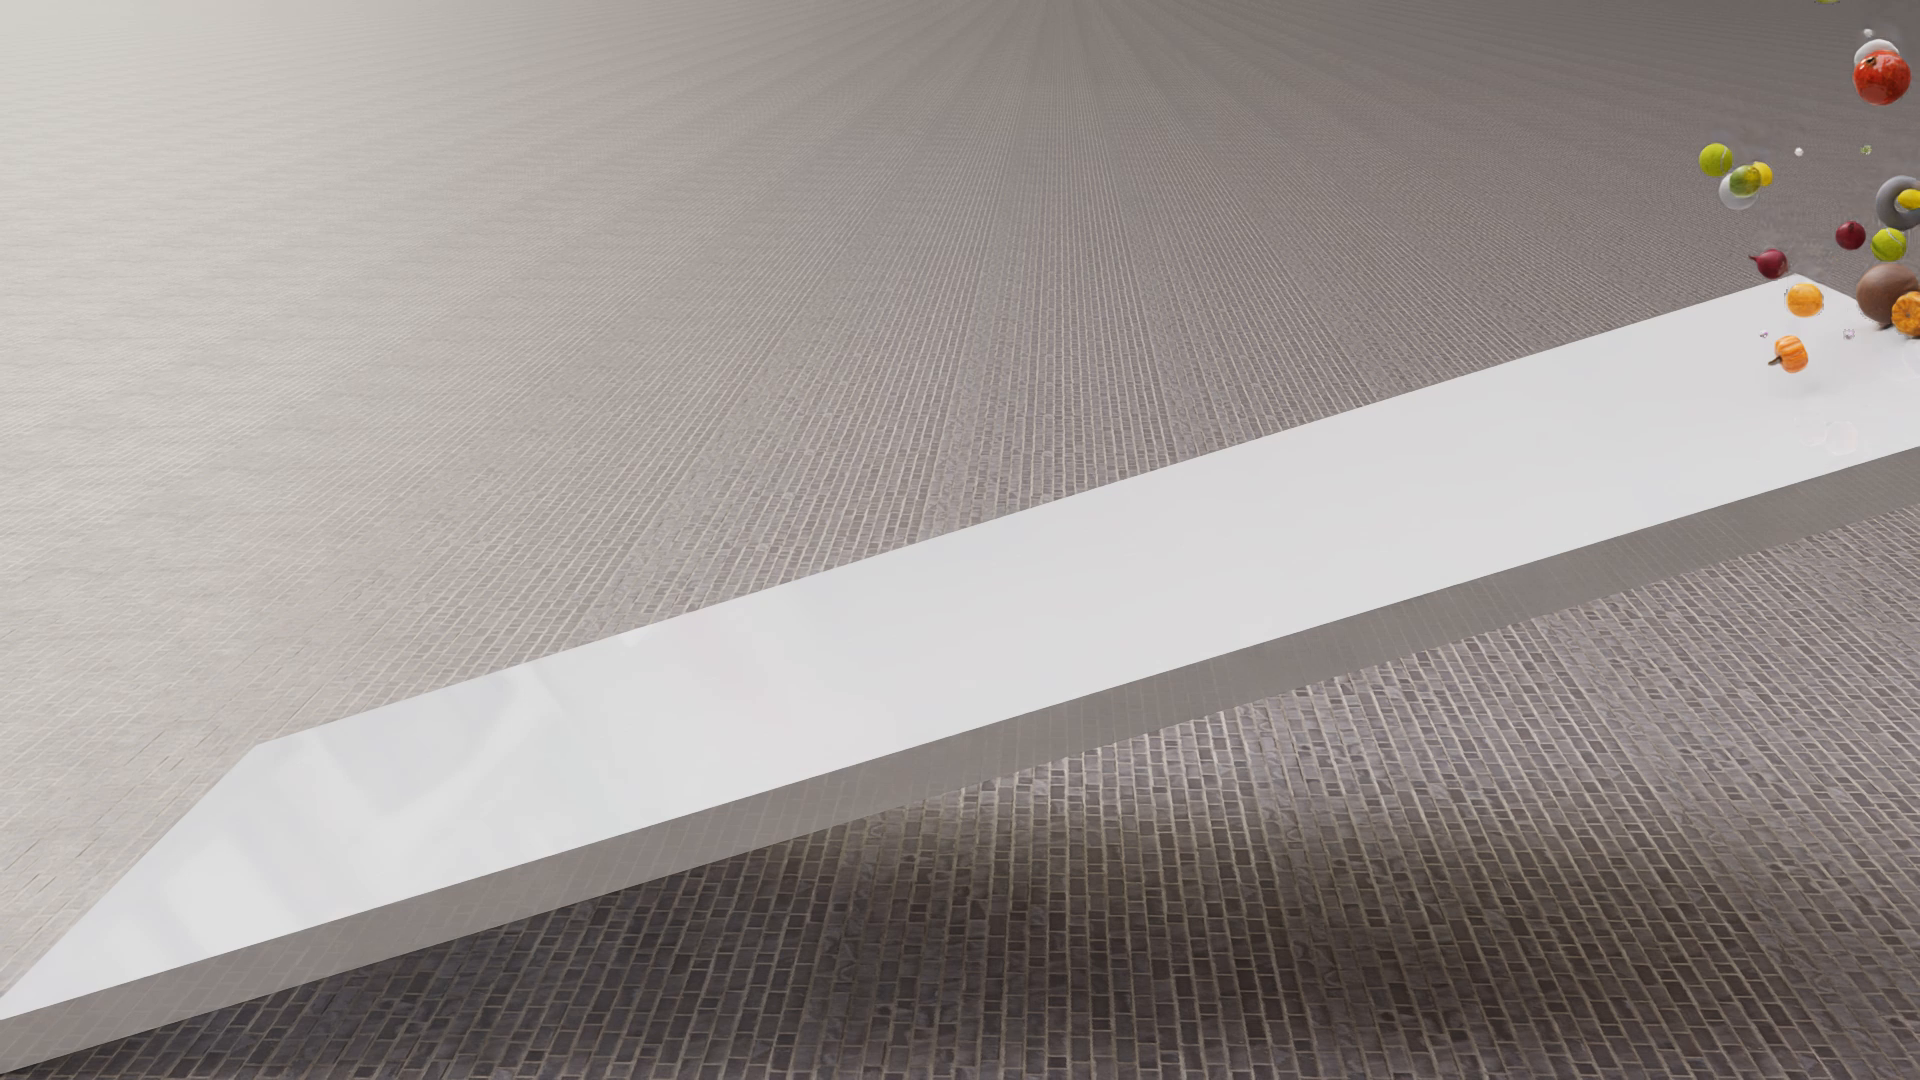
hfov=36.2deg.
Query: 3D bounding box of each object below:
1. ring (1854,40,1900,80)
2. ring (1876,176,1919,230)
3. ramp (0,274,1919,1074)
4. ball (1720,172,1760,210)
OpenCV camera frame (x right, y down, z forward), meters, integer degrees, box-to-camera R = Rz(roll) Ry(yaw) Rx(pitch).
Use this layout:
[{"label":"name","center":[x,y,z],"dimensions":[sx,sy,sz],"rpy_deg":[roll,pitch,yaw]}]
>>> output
[{"label":"ring","center":[1.930,-1.010,6.193],"dimensions":[0.093,0.093,0.031],"rpy_deg":[1,38,2]},{"label":"ring","center":[1.942,-0.694,6.065],"dimensions":[0.114,0.114,0.038],"rpy_deg":[-2,6,-9]},{"label":"ramp","center":[0.099,0.183,6.312],"dimensions":[4.000,0.100,2.000],"rpy_deg":[-17,10,5]},{"label":"ball","center":[1.604,-0.719,6.055],"dimensions":[0.080,0.080,0.080],"rpy_deg":[0,11,0]}]
